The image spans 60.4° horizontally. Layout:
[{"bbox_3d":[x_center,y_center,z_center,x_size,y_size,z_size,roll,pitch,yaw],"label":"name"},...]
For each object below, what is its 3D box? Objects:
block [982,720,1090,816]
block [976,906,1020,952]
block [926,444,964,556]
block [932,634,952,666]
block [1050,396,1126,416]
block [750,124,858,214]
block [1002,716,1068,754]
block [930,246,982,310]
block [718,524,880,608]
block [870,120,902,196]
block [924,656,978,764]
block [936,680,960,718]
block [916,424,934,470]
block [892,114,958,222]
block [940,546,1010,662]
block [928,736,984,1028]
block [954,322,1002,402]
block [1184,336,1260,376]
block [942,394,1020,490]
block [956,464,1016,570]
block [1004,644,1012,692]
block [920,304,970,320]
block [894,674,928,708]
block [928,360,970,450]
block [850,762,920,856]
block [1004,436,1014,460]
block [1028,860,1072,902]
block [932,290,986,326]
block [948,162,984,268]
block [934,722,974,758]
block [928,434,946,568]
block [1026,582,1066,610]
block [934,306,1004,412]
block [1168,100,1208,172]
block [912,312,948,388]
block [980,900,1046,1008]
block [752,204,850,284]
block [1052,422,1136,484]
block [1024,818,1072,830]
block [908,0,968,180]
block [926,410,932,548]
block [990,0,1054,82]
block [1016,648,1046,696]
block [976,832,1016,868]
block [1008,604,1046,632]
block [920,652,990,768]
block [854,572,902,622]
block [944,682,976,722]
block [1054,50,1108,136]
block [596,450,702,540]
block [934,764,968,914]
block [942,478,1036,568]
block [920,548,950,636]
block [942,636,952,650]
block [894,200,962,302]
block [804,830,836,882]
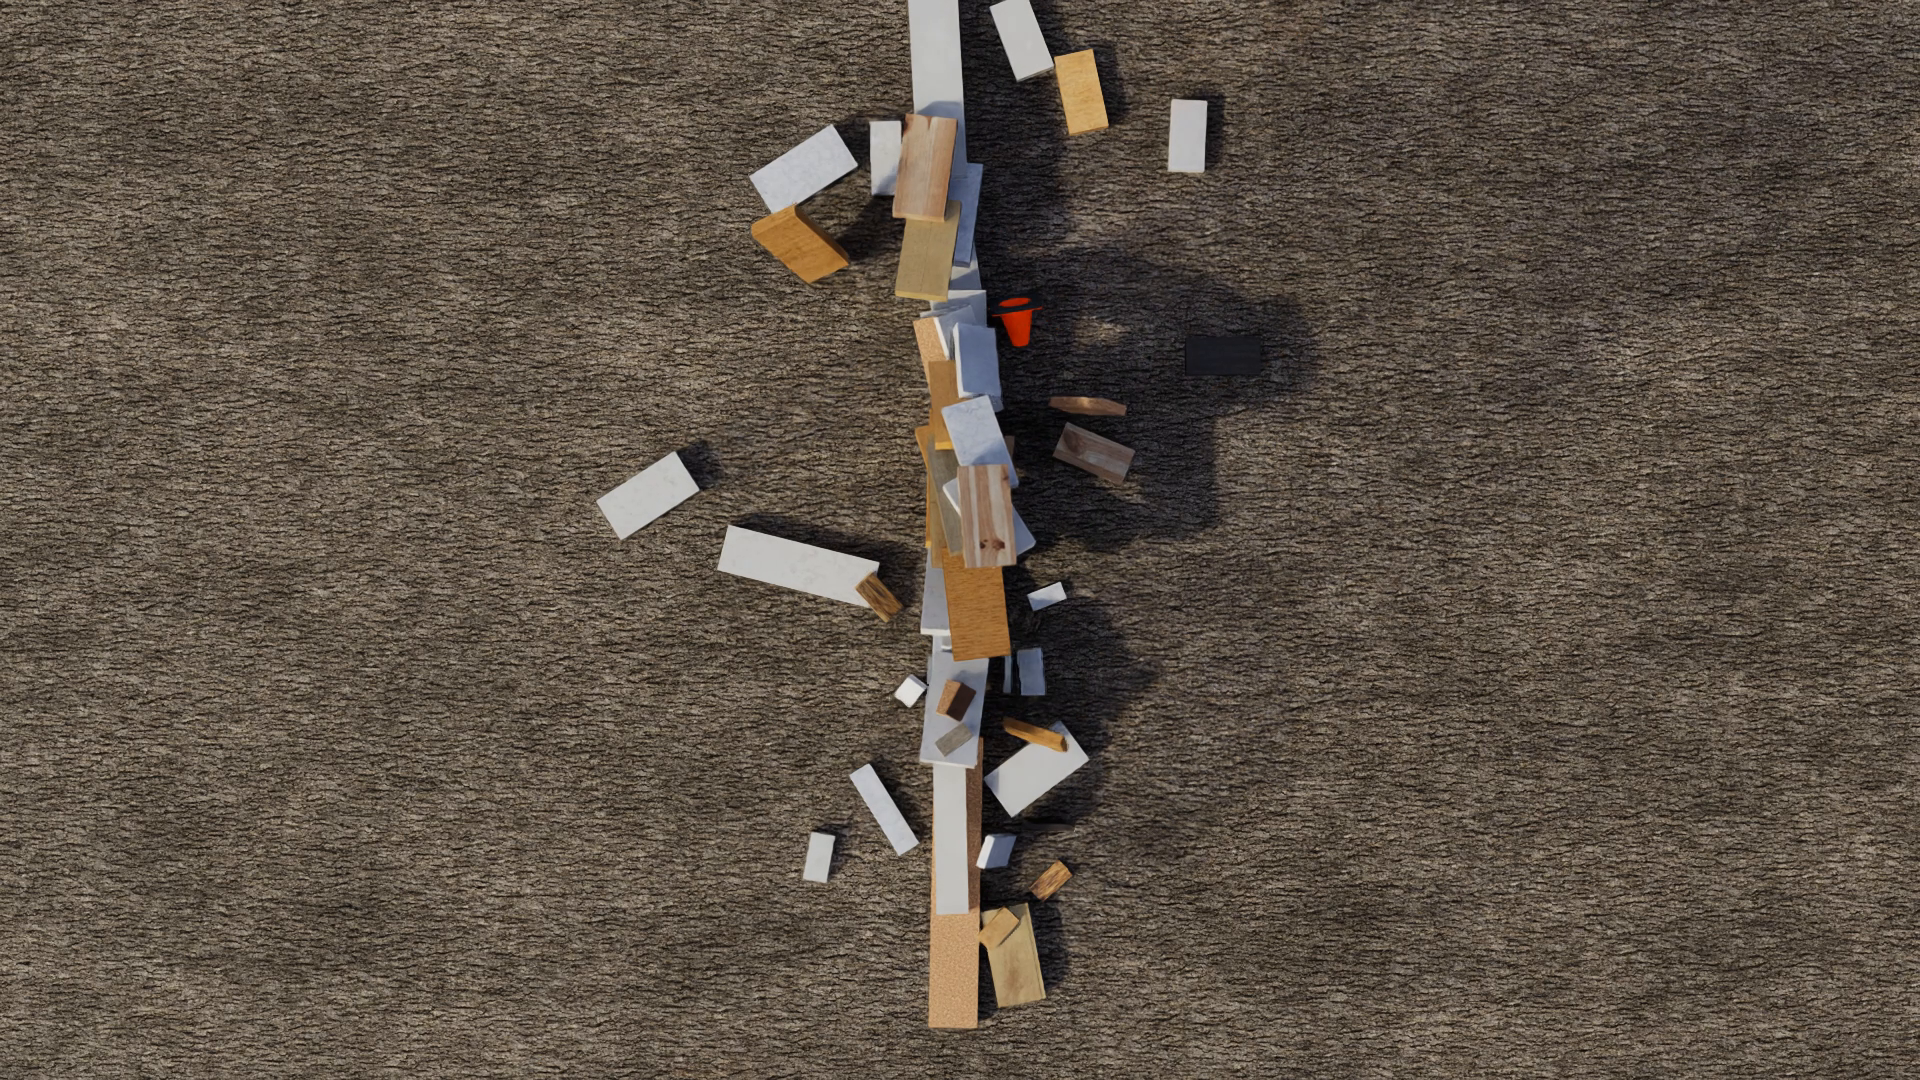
[{"bbox_3d":[0.252,0.758,5.477,0.321,0.046,0.161,-37,90,0],"label":"block"},{"bbox_3d":[0.125,1.282,5.440,0.069,0.020,0.138,43,88,-5],"label":"block"},{"bbox_3d":[0.018,-0.139,5.151,0.179,0.051,0.357,-11,74,-7],"label":"block"},{"bbox_3d":[0.002,0.265,5.438,0.177,0.050,0.355,1,78,0],"label":"block"},{"bbox_3d":[0.415,-0.436,5.375,0.116,0.232,0.033,13,86,-43],"label":"block"},{"bbox_3d":[-0.517,-1.220,5.477,0.326,0.046,0.163,-32,90,0],"label":"block"},{"bbox_3d":[0.245,0.638,5.405,0.210,0.105,0.030,17,71,20],"label":"block"},{"bbox_3d":[-0.026,-0.884,5.475,0.175,0.050,0.350,-9,90,0],"label":"block"},{"bbox_3d":[-0.534,0.087,5.478,0.515,0.044,0.154,14,90,0],"label":"block"},{"bbox_3d":[-0.244,-1.269,5.485,0.103,0.029,0.241,-2,90,0],"label":"block"},{"bbox_3d":[-0.025,0.556,5.393,0.177,0.050,0.355,2,62,1],"label":"block"},{"bbox_3d":[-0.033,0.509,5.285,0.057,0.016,0.113,18,73,5],"label":"block"},{"bbox_3d":[-0.012,-0.227,5.343,0.172,0.049,0.344,-16,68,-7],"label":"block"},{"bbox_3d":[-0.113,-1.206,5.349,0.168,0.048,0.336,7,82,4],"label":"block"},{"bbox_3d":[0.049,0.191,5.165,0.179,0.051,0.357,-7,93,-5],"label":"block"},{"bbox_3d":[-0.014,1.130,5.461,0.161,0.046,0.966,1,92,0],"label":"block"},{"bbox_3d":[0.054,-0.564,5.236,0.130,0.037,0.259,6,62,-19],"label":"block"},{"bbox_3d":[0.873,-0.611,5.483,0.247,0.035,0.123,0,90,0],"label":"block"},{"bbox_3d":[0.062,-0.286,5.099,0.150,0.043,0.301,-17,77,-9],"label":"block"},{"bbox_3d":[0.080,-0.072,5.010,0.154,0.044,0.309,-4,84,-7],"label":"block"},{"bbox_3d":[0.159,0.425,5.461,0.022,0.077,0.154,2,90,3],"label":"block"},{"bbox_3d":[-0.022,-0.590,5.396,0.168,0.048,0.336,-9,100,0],"label":"block"},{"bbox_3d":[-0.164,0.498,5.440,0.069,0.138,0.020,37,51,1],"label":"block"},{"bbox_3d":[-0.014,-0.430,5.211,0.150,0.043,0.301,-3,63,-4],"label":"block"},{"bbox_3d":[-0.252,0.895,5.489,0.079,0.022,0.316,-32,90,0],"label":"block"},{"bbox_3d":[0.122,-0.299,5.396,0.104,0.207,0.029,3,77,0],"label":"block"},{"bbox_3d":[0.301,1.134,5.490,0.138,0.020,0.069,-43,90,0],"label":"block"},{"bbox_3d":[-0.001,-0.647,5.437,0.175,0.050,0.350,-1,100,-1],"label":"block"},{"bbox_3d":[-0.032,-1.075,5.428,0.175,0.050,0.350,7,76,4],"label":"block"},{"bbox_3d":[-0.020,0.635,5.246,0.113,0.016,0.057,-35,76,-10],"label":"block"},{"bbox_3d":[-0.007,-0.124,5.231,0.179,0.051,0.421,-1,83,-6],"label":"block"},{"bbox_3d":[0.289,0.188,5.492,0.120,0.017,0.060,-21,90,0],"label":"block"},{"bbox_3d":[0.029,-0.570,5.336,0.123,0.035,0.353,-22,102,-19],"label":"block"},{"bbox_3d":[0.757,-1.342,5.484,0.116,0.033,0.232,3,90,0],"label":"block"},{"bbox_3d":[-0.058,-0.561,5.360,0.116,0.033,0.334,-14,100,1],"label":"block"},{"bbox_3d":[0.176,1.373,5.477,0.161,0.046,0.321,-11,90,0],"label":"block"},{"bbox_3d":[-0.513,-0.953,5.327,0.163,0.326,0.046,-22,61,21],"label":"block"},{"bbox_3d":[0.444,-0.287,5.483,0.247,0.035,0.123,23,90,0],"label":"block"},{"bbox_3d":[0.291,0.942,5.469,0.161,0.060,0.017,2,95,0],"label":"block"},{"bbox_3d":[-0.082,-1.659,5.442,0.163,0.046,0.944,-3,86,1],"label":"block"},{"bbox_3d":[-0.020,-0.202,5.385,0.172,0.049,0.474,1,67,0],"label":"block"},{"bbox_3d":[0.205,-1.669,5.482,0.130,0.037,0.259,-21,90,0],"label":"block"},{"bbox_3d":[0.236,0.439,5.477,0.077,0.022,0.154,-7,90,20],"label":"block"},{"bbox_3d":[0.120,1.016,5.398,0.030,0.210,0.105,19,90,23],"label":"block"},{"bbox_3d":[0.223,0.262,5.492,0.120,0.017,0.060,20,90,0],"label":"block"},{"bbox_3d":[-0.017,0.546,5.308,0.177,0.050,0.355,7,73,2],"label":"block"},{"bbox_3d":[-0.270,0.189,5.454,0.079,0.022,0.158,-46,110,-13],"label":"block"},{"bbox_3d":[0.001,0.520,5.268,0.057,0.016,0.113,33,71,-13],"label":"block"},{"bbox_3d":[0.402,-1.487,5.482,0.130,0.037,0.259,-12,90,0],"label":"block"},{"bbox_3d":[-1.033,-0.147,5.478,0.309,0.044,0.154,-33,90,0],"label":"block"},{"bbox_3d":[-0.031,0.920,5.416,0.105,0.030,0.615,-1,92,0],"label":"block"},{"bbox_3d":[0.090,-0.076,5.087,0.150,0.043,0.301,-30,77,-12],"label":"block"},{"bbox_3d":[-0.025,0.139,5.290,0.172,0.049,0.344,4,66,1],"label":"block"},{"bbox_3d":[-0.002,0.201,5.301,0.077,0.022,0.316,7,66,3],"label":"block"},{"bbox_3d":[-0.102,-0.945,5.348,0.168,0.048,0.336,7,76,4],"label":"block"},{"bbox_3d":[-0.468,1.055,5.489,0.079,0.022,0.158,11,90,0],"label":"block"}]
